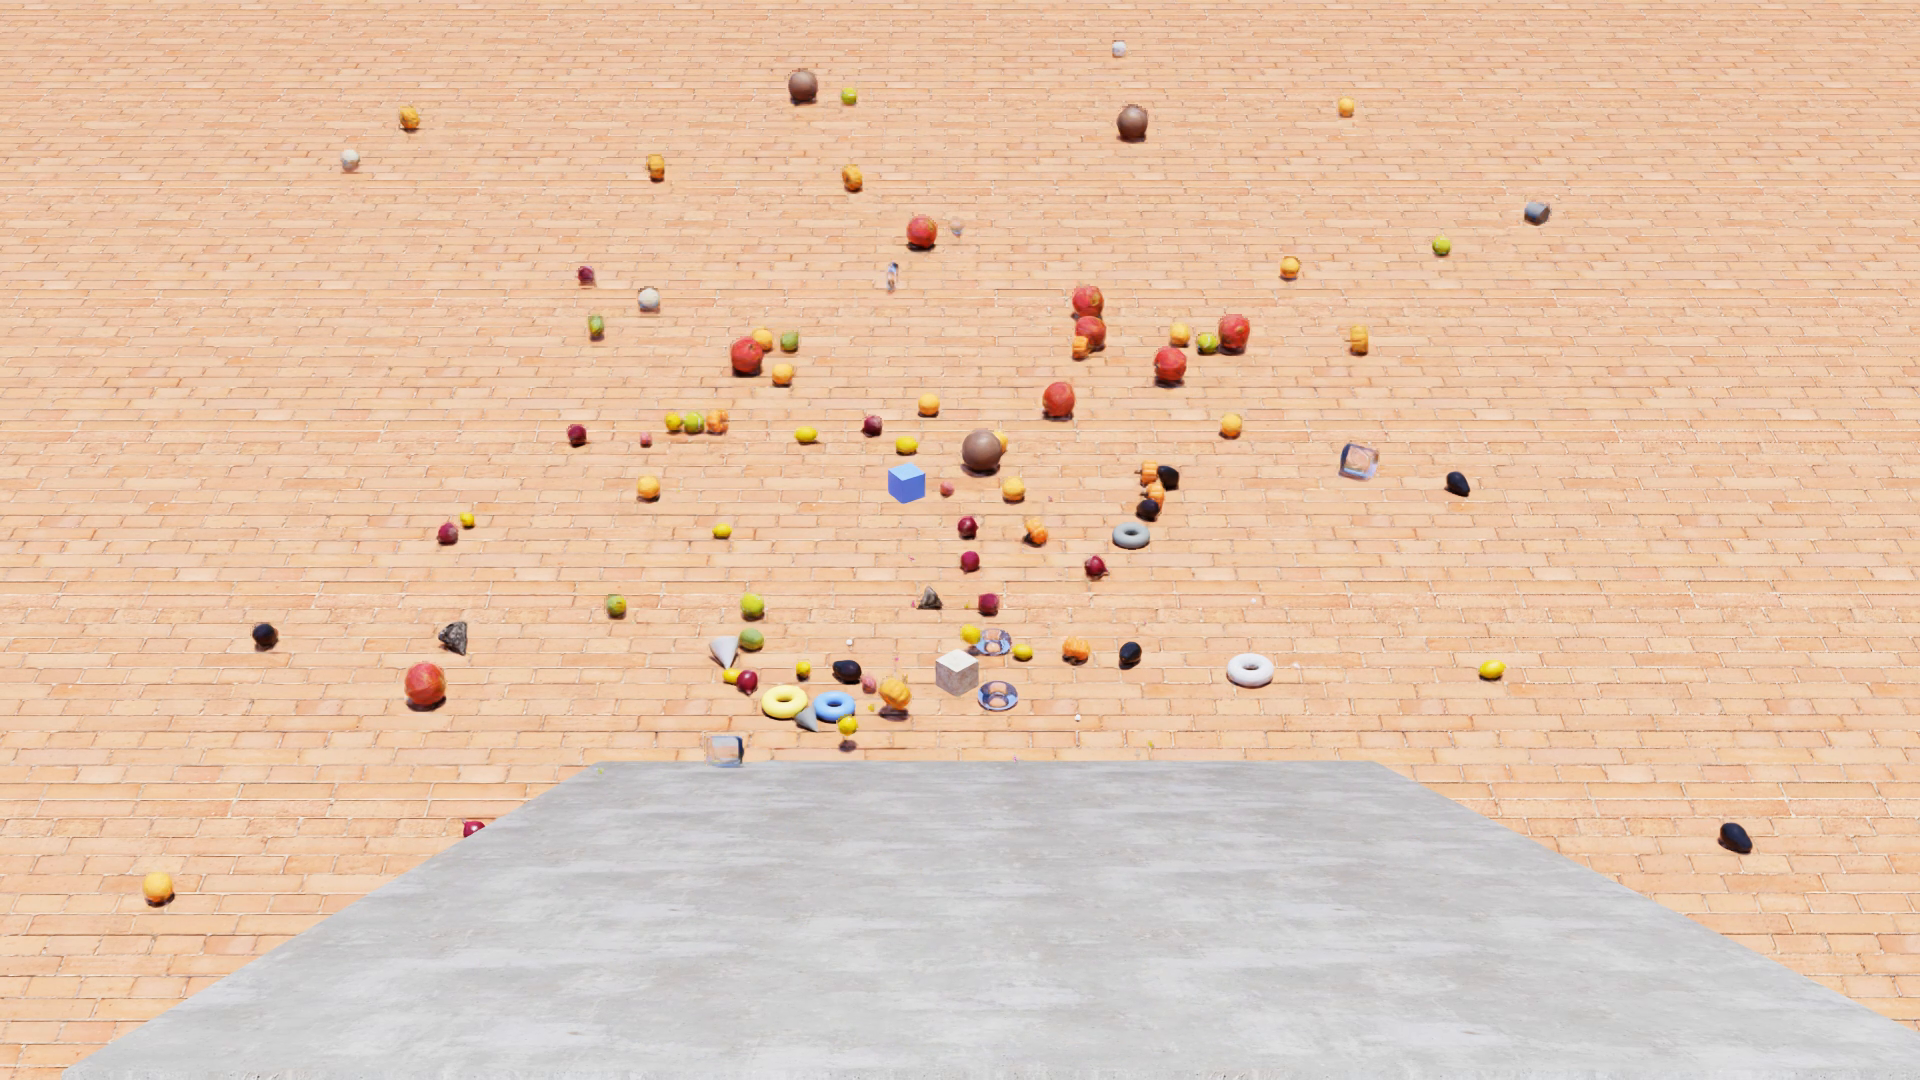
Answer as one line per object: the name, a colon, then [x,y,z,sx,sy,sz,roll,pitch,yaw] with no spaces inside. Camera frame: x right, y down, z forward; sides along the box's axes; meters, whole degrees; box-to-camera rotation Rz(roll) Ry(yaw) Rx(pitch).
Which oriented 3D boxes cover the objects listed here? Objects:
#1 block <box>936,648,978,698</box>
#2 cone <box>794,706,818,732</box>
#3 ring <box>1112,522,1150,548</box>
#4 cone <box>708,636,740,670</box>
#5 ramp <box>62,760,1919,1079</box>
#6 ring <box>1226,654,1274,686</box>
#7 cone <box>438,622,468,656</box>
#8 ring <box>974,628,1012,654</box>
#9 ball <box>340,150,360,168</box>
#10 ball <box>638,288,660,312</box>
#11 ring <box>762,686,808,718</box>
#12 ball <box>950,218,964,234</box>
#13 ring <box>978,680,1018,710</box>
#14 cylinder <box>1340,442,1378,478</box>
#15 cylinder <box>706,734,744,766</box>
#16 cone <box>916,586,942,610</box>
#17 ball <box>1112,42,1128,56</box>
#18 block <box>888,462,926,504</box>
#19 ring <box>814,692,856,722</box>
block: [-0.008,0.365,7.109,0.084,0.084,0.084,-27,40,-37]
cone: [-0.398,0.493,6.946,0.067,0.067,0.067,-23,65,-34]
ring: [0.515,-0.015,7.792,0.115,0.038,0.115,0,32,0]
cone: [-0.651,0.329,7.212,0.089,0.089,0.089,-6,58,-10]
ramp: [0.069,0.610,4.680,2.000,0.100,4.000,0,0,0]
ring: [0.803,0.359,7.160,0.131,0.044,0.131,-1,31,1]
cone: [-1.407,0.293,7.273,0.090,0.090,0.090,-19,62,-28]
ring: [0.094,0.286,7.290,0.108,0.036,0.108,0,30,0]
ball: [-2.418,-1.511,10.266,0.076,0.076,0.076,0,31,0]
ball: [-1.098,-0.848,9.149,0.081,0.081,0.081,0,31,0]
ring: [-0.476,0.439,7.026,0.127,0.042,0.127,-1,31,1]
ball: [-0.011,-1.179,9.729,0.056,0.056,0.056,0,31,0]
ring: [0.103,0.423,7.058,0.111,0.037,0.111,1,32,-1]
cylinder: [1.254,-0.249,8.130,0.093,0.093,0.093,17,35,28]
cylinder: [-0.590,0.528,6.488,0.077,0.077,0.077,0,29,-20]
cone: [-0.099,0.180,7.471,0.069,0.069,0.069,-38,40,-8]
ball: [0.699,-2.153,11.352,0.067,0.067,0.067,0,31,0]
block: [-0.165,-0.176,8.017,0.084,0.084,0.084,-19,36,-28]
ring: [-0.340,0.450,7.011,0.116,0.039,0.116,1,31,-1]
